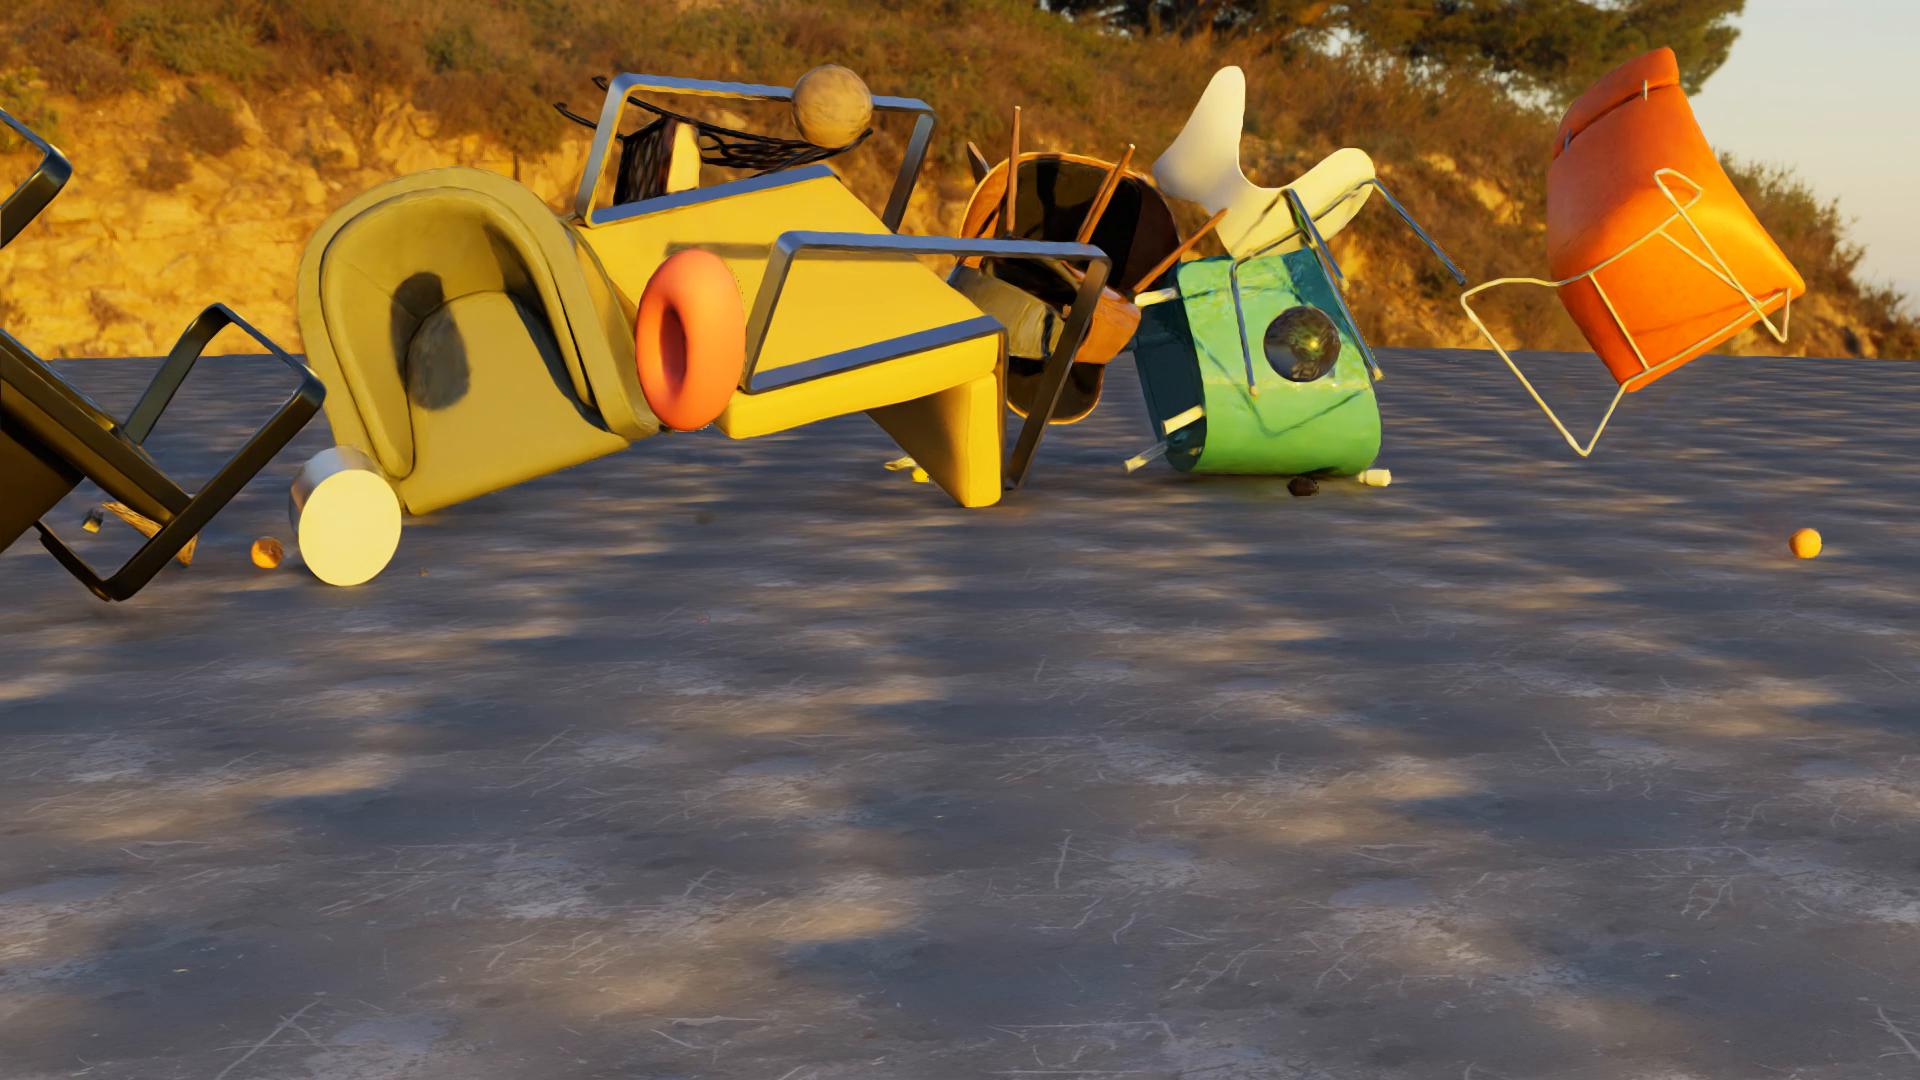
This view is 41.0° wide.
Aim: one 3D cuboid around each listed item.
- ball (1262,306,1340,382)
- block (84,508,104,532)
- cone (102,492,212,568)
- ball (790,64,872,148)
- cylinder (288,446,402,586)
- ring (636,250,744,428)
[{"bbox_3d":[0.944,-0.541,7.083,0.213,0.213,0.213,0,6,0],"label":"ball"},{"bbox_3d":[-2.222,-0.050,6.579,0.035,0.044,0.037,23,24,-28],"label":"block"},{"bbox_3d":[-1.827,-0.053,5.790,0.223,0.172,0.242,16,14,-15],"label":"cone"},{"bbox_3d":[-0.354,-1.191,7.052,0.227,0.227,0.227,0,6,0],"label":"ball"},{"bbox_3d":[-1.332,-0.054,5.548,0.211,0.255,0.253,12,9,-22],"label":"cylinder"},{"bbox_3d":[-0.547,-0.403,5.192,0.136,0.421,0.250,-24,52,-36],"label":"ring"}]
